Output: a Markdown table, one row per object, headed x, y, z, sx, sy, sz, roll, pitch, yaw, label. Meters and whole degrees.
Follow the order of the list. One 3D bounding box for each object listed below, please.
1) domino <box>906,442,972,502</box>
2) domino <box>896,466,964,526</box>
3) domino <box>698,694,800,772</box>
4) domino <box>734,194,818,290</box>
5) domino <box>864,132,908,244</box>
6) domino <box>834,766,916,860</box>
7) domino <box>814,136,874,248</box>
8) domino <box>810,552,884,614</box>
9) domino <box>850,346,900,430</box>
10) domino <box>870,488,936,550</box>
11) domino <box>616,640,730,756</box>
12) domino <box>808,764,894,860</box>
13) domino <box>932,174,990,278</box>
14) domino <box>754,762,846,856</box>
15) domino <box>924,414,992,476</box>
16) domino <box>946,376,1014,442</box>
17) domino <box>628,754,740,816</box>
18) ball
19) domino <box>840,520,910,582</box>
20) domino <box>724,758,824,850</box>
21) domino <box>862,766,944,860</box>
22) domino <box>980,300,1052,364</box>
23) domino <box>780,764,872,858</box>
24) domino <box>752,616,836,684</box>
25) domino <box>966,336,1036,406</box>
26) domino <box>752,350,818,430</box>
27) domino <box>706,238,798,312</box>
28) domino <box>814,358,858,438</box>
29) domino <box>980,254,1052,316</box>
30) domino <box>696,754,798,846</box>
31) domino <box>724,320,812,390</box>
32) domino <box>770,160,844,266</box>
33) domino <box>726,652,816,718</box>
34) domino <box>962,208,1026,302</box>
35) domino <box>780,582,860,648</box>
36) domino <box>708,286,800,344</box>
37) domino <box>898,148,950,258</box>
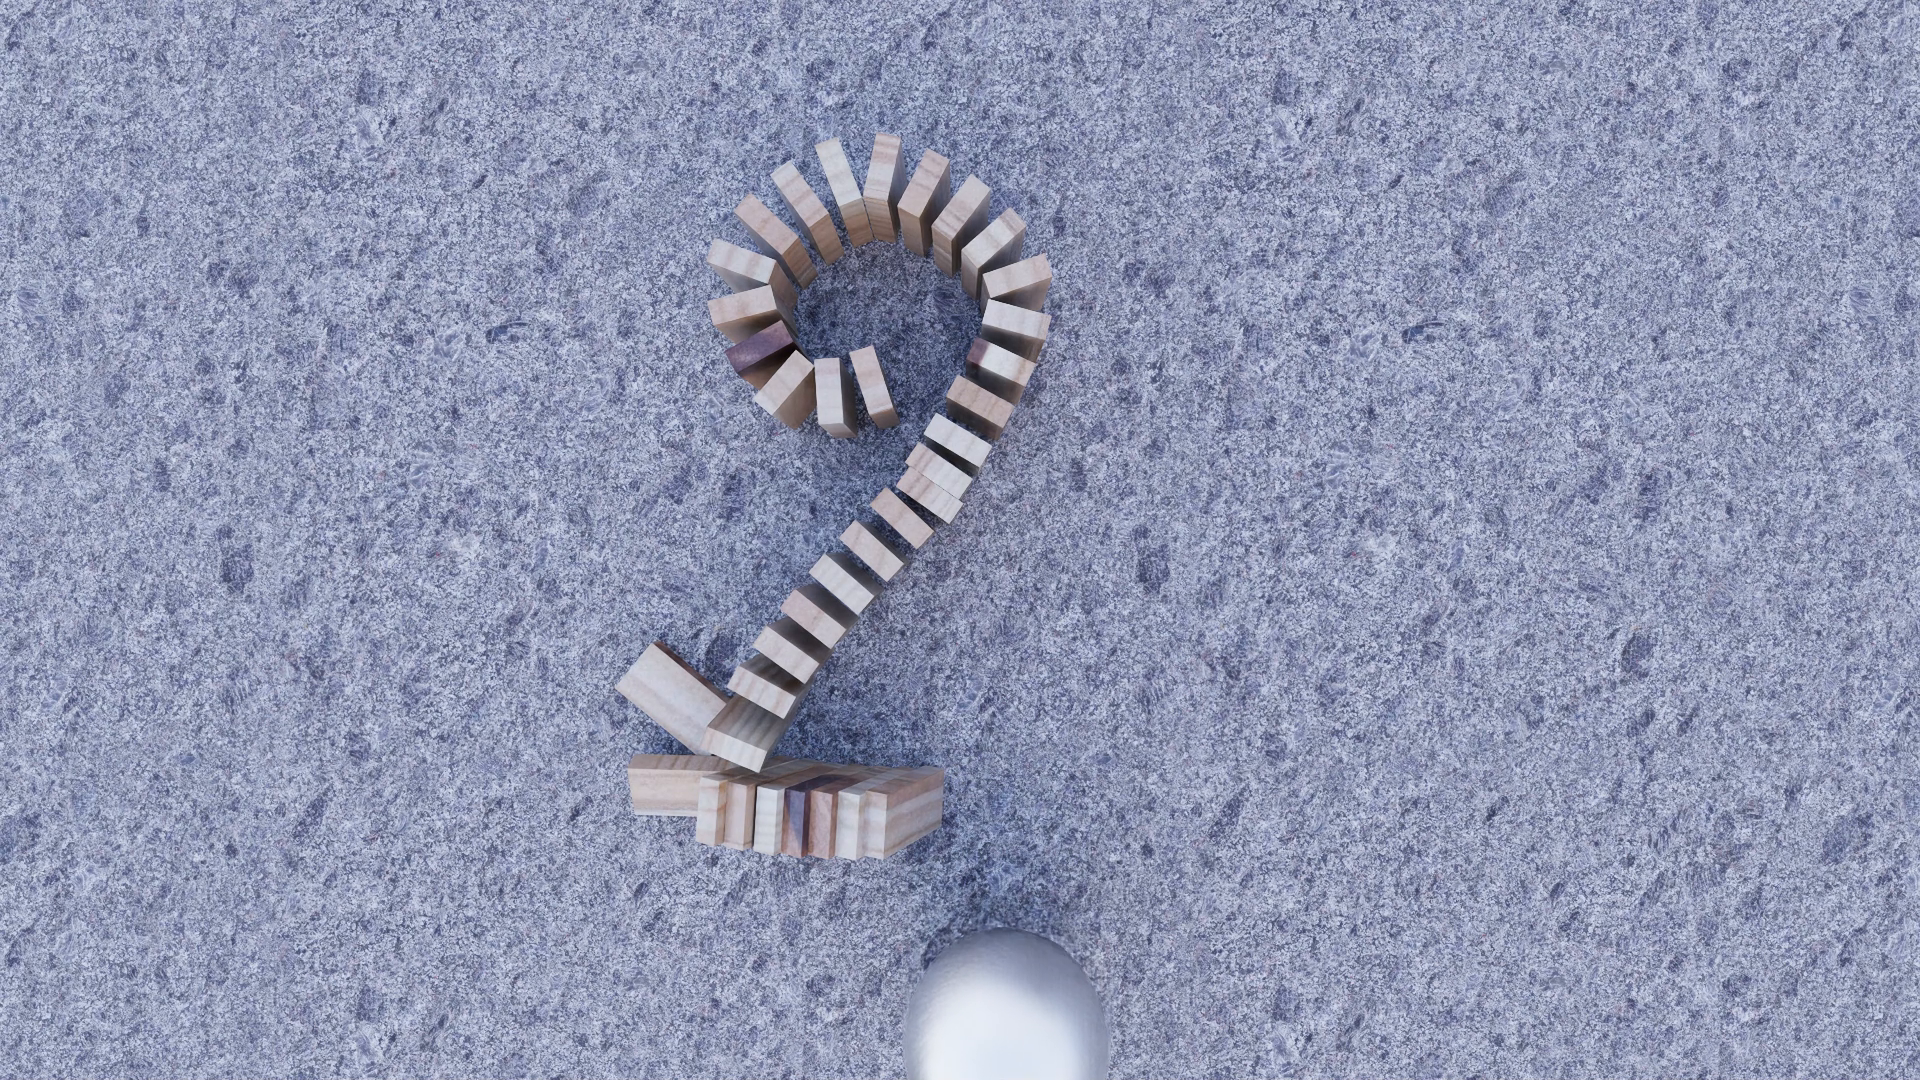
| x | y | z | sx | sy | sz | roll | pitch | yaw | label |
| --- | --- | --- | --- | --- | --- | --- | --- | --- | --- |
| -0.008 | -0.026 | 0.375 | 0.025 | 0.050 | 0.010 | 35 | 90 | 0 | domino |
| -0.012 | -0.017 | 0.375 | 0.025 | 0.050 | 0.010 | 35 | 90 | 0 | domino |
| -0.085 | 0.075 | 0.375 | 0.025 | 0.050 | 0.010 | 23 | 102 | 0 | domino |
| -0.074 | -0.121 | 0.375 | 0.025 | 0.050 | 0.010 | 42 | 90 | 0 | domino |
| -0.030 | -0.143 | 0.375 | 0.010 | 0.050 | 0.025 | 12 | 90 | 0 | domino |
| -0.033 | 0.111 | 0.375 | 0.009 | 0.050 | 0.025 | 3 | 90 | 25 | domino |
| -0.047 | -0.141 | 0.375 | 0.009 | 0.050 | 0.025 | -22 | 90 | 0 | domino |
| -0.045 | 0.017 | 0.375 | 0.025 | 0.050 | 0.010 | 41 | 90 | 0 | domino |
| -0.034 | -0.061 | 0.375 | 0.009 | 0.050 | 0.025 | -18 | 90 | 0 | domino |
| -0.022 | -0.008 | 0.375 | 0.025 | 0.050 | 0.009 | 43 | 90 | 0 | domino |
| -0.120 | 0.069 | 0.395 | 0.050 | 0.010 | 0.025 | 39 | 90 | 0 | domino |
| -0.043 | 0.110 | 0.375 | 0.010 | 0.050 | 0.025 | 3 | 90 | 25 | domino |
| 0.000 | -0.127 | 0.375 | 0.009 | 0.050 | 0.025 | 37 | 90 | 0 | domino |
| -0.064 | 0.109 | 0.375 | 0.010 | 0.050 | 0.025 | 3 | 90 | 25 | domino |
| -0.001 | -0.038 | 0.375 | 0.025 | 0.050 | 0.009 | 31 | 90 | 0 | domino |
| 0.008 | -0.053 | 0.375 | 0.025 | 0.050 | 0.010 | 29 | 90 | 0 | domino |
| -0.114 | 0.105 | 0.390 | 0.050 | 0.010 | 0.025 | 2 | 116 | 0 | domino |
| 0.018 | 0.195 | 0.360 | 0.080 | 0.080 | 0.080 | 0 | 90 | 0 | ball |
| -0.034 | 0.004 | 0.375 | 0.025 | 0.050 | 0.009 | 42 | 90 | 0 | domino |
| -0.075 | 0.107 | 0.376 | 0.010 | 0.050 | 0.025 | 3 | 90 | 27 | domino |
| -0.022 | 0.110 | 0.375 | 0.010 | 0.050 | 0.025 | 3 | 90 | 25 | domino |
| 0.022 | -0.084 | 0.375 | 0.025 | 0.050 | 0.010 | 15 | 90 | 0 | domino |
| -0.054 | 0.110 | 0.375 | 0.010 | 0.050 | 0.025 | 3 | 90 | 25 | domino |
| -0.067 | 0.044 | 0.375 | 0.025 | 0.050 | 0.010 | 36 | 90 | 0 | domino |
| 0.016 | -0.068 | 0.375 | 0.025 | 0.050 | 0.009 | 25 | 90 | 0 | domino |
| -0.067 | -0.060 | 0.375 | 0.010 | 0.050 | 0.025 | 41 | 90 | 0 | domino |
| -0.084 | -0.107 | 0.375 | 0.025 | 0.050 | 0.009 | 20 | 90 | 0 | domino |
| -0.050 | -0.057 | 0.375 | 0.010 | 0.050 | 0.025 | -4 | 90 | 0 | domino |
| 0.022 | -0.101 | 0.375 | 0.025 | 0.050 | 0.010 | -19 | 90 | 0 | domino |
| -0.086 | 0.106 | 0.376 | 0.010 | 0.050 | 0.025 | 5 | 90 | 27 | domino |
| -0.077 | -0.074 | 0.375 | 0.025 | 0.050 | 0.010 | -29 | 90 | 0 | domino |
| -0.061 | -0.132 | 0.375 | 0.009 | 0.050 | 0.025 | -37 | 90 | 0 | domino |
| -0.076 | 0.058 | 0.375 | 0.025 | 0.050 | 0.009 | 29 | 90 | 0 | domino |
| 0.013 | -0.116 | 0.375 | 0.025 | 0.050 | 0.009 | -41 | 90 | 0 | domino |
| -0.056 | 0.030 | 0.375 | 0.025 | 0.050 | 0.009 | 38 | 90 | 0 | domino |
| -0.083 | -0.090 | 0.375 | 0.025 | 0.050 | 0.010 | -15 | 90 | 0 | domino |
| -0.014 | -0.136 | 0.375 | 0.010 | 0.050 | 0.025 | 28 | 90 | 0 | domino |
